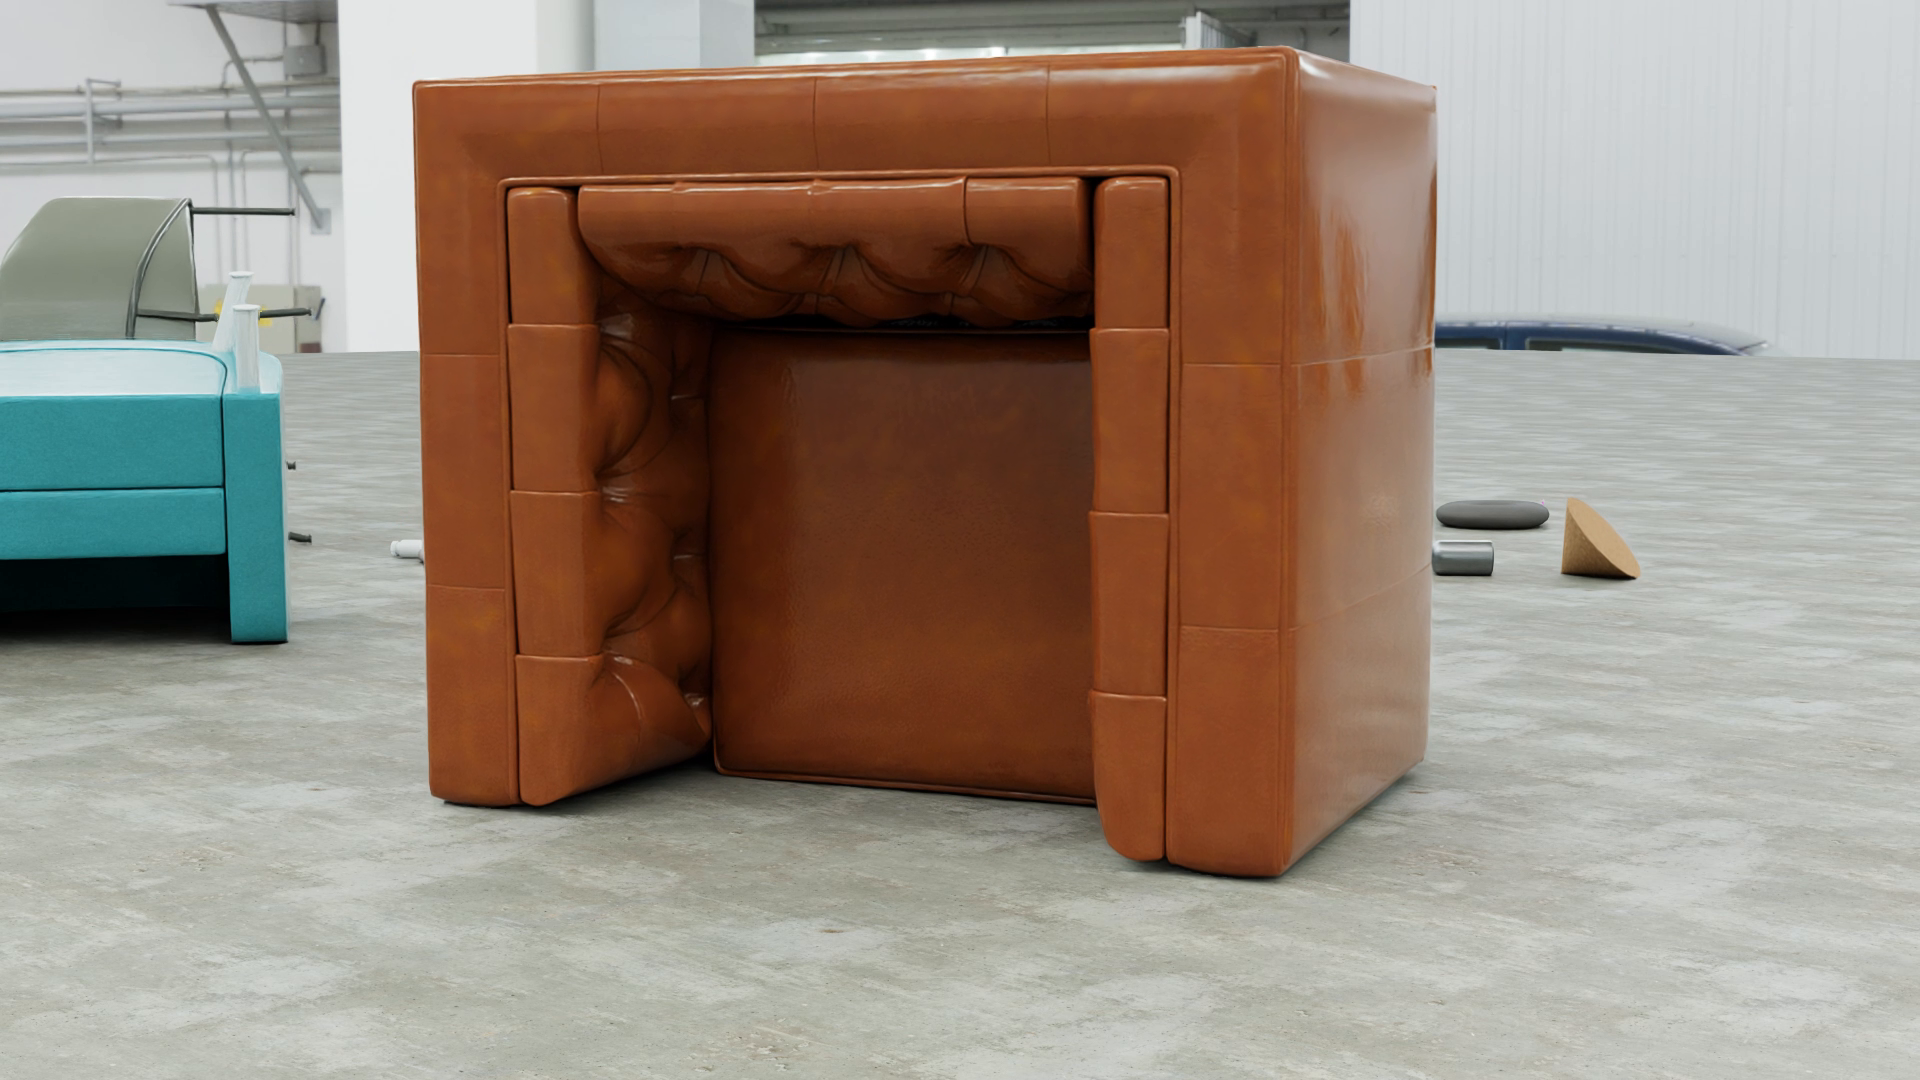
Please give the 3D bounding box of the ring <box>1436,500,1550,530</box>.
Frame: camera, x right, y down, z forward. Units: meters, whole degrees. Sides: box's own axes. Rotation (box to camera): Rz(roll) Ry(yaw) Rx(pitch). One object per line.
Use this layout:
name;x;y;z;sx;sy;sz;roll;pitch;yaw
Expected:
ring;1.405;-0.068;6.770;0.295;0.062;0.275;-1;5;0

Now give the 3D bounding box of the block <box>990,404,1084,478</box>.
block;0.254;-0.328;8.513;0.255;0.223;0.303;-1;6;-11

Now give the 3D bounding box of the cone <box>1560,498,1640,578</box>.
cone;1.375;0.034;5.669;0.126;0.230;0.302;-44;-12;21

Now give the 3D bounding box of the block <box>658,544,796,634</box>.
block;-0.439;0.092;4.862;0.174;0.136;0.262;2;6;17

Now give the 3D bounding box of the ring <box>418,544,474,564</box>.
ring;-1.183;0.034;5.905;0.116;0.036;0.150;-7;10;-43
